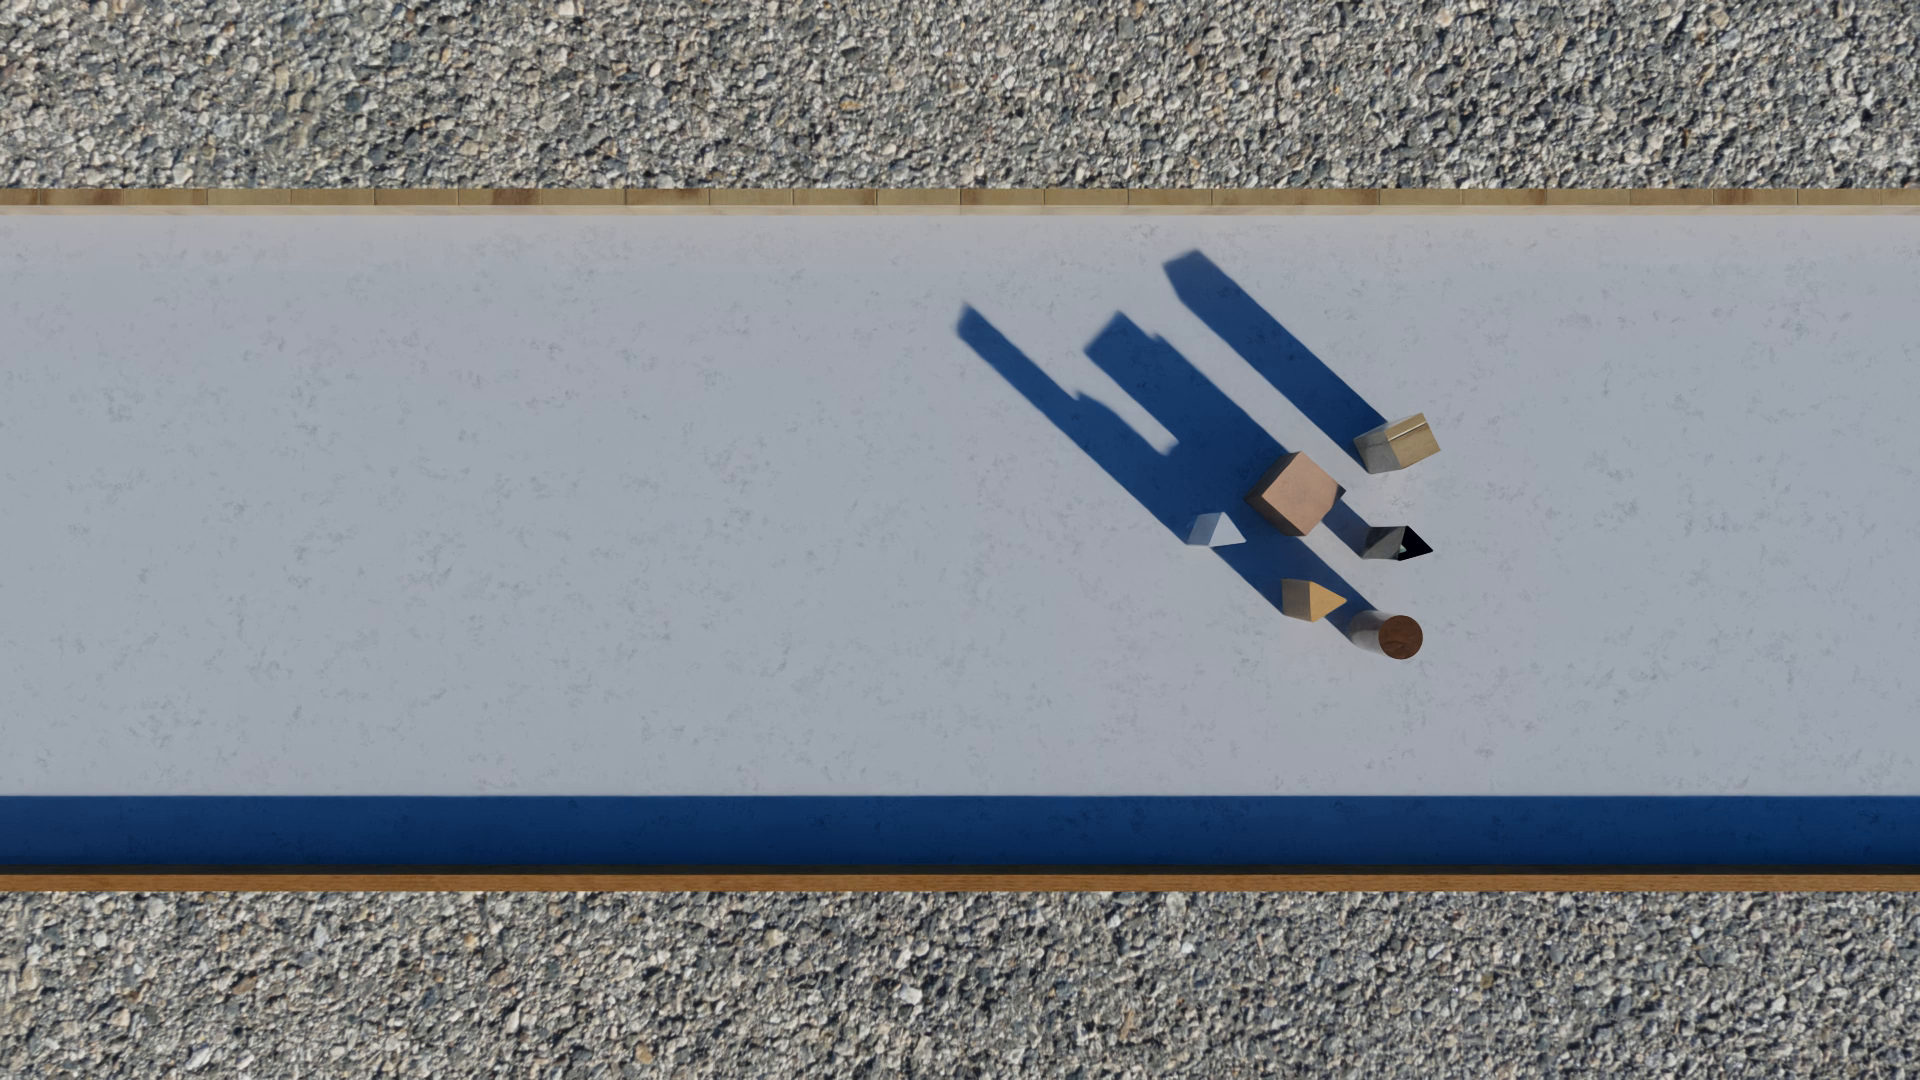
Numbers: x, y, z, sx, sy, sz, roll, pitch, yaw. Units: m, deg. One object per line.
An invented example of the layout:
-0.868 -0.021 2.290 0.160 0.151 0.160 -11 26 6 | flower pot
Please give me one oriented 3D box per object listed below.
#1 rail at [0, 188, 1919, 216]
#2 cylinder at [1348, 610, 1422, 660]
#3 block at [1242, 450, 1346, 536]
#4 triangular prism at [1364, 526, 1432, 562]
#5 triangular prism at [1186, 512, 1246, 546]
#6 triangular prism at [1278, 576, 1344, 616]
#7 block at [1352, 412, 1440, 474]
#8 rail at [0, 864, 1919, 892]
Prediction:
-2.247 -1.025 5.002 12.000 0.150 0.050 0 90 0 | rail
1.259 0.278 4.894 0.128 0.365 0.128 0 90 0 | cylinder
0.993 -0.135 4.918 0.175 0.316 0.175 41 90 0 | block
1.273 0.003 4.867 0.103 0.419 0.089 -23 90 0 | triangular prism
0.743 -0.034 4.849 0.104 0.456 0.090 -7 90 0 | triangular prism
1.026 0.158 4.875 0.116 0.404 0.100 -10 90 0 | triangular prism
1.290 -0.283 4.889 0.122 0.375 0.122 -26 90 0 | block
-2.247 1.025 5.001 12.000 0.150 0.050 0 90 0 | rail
